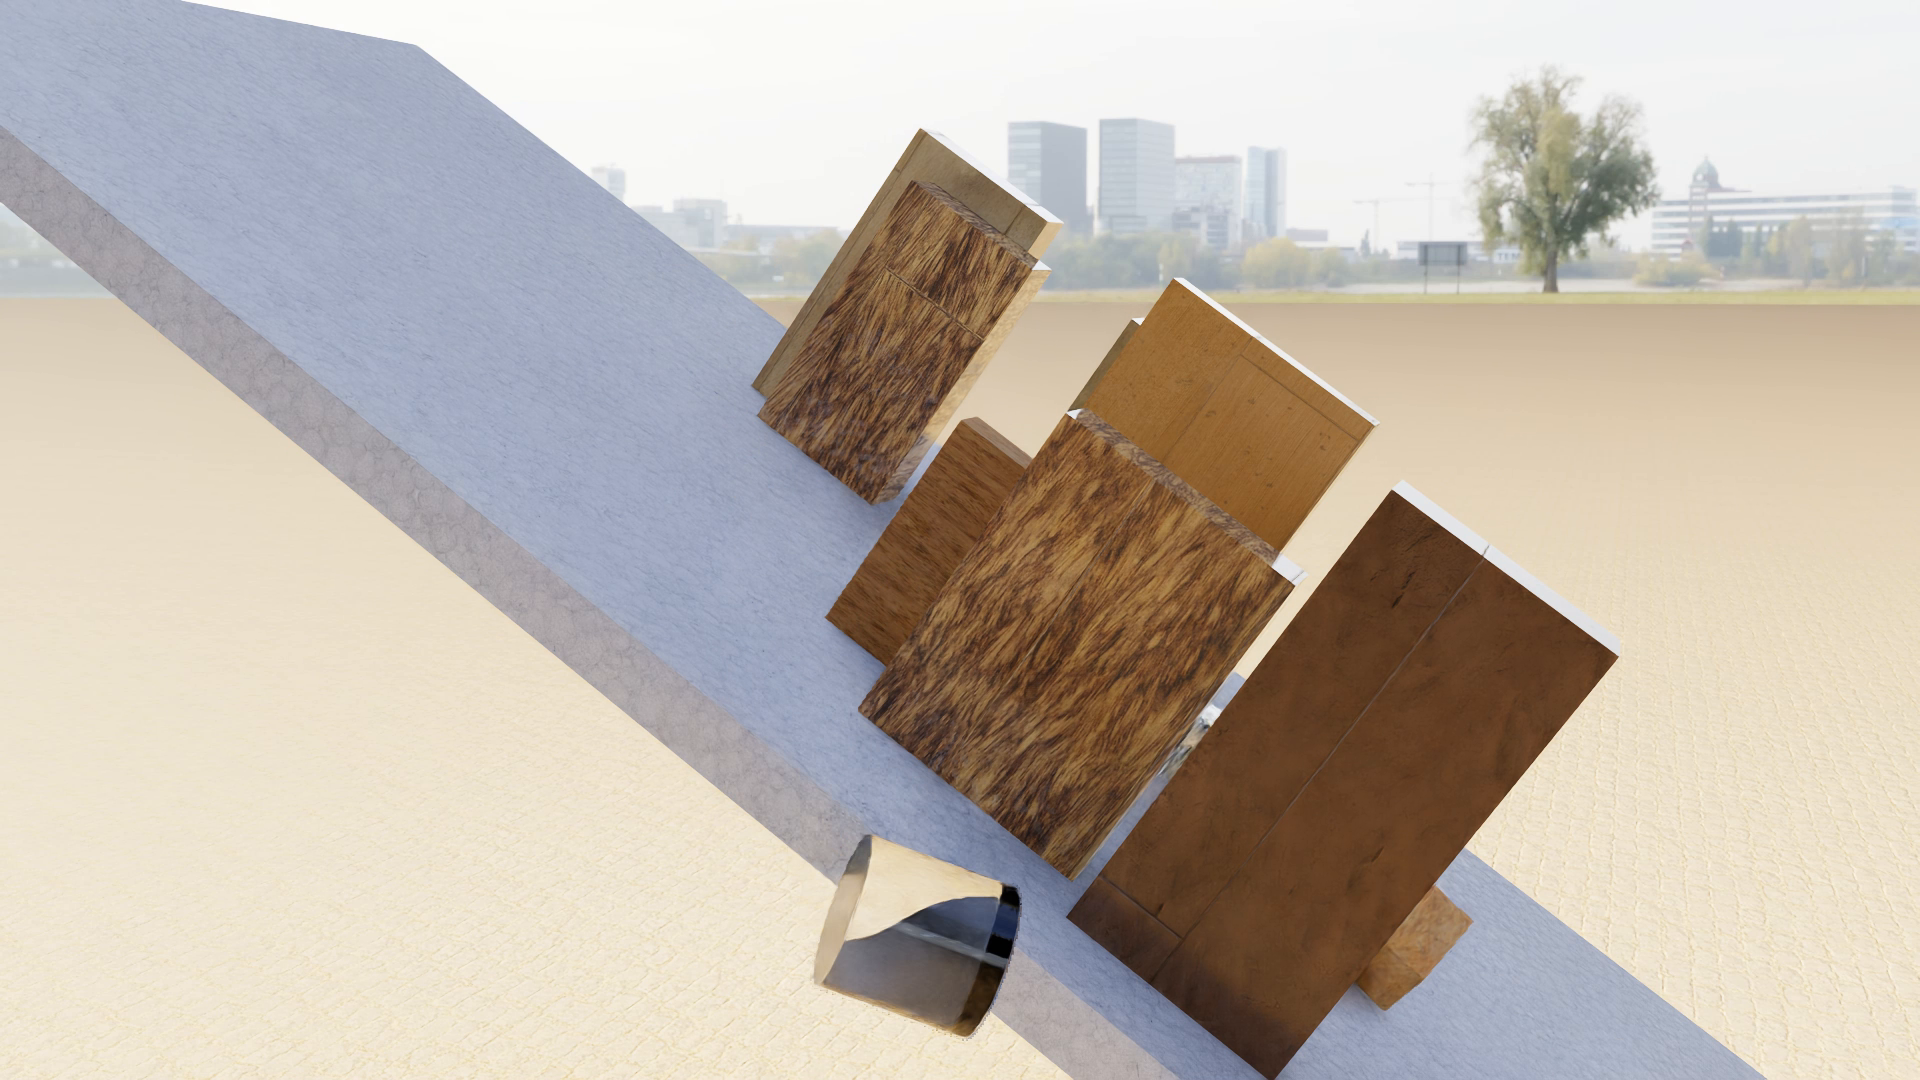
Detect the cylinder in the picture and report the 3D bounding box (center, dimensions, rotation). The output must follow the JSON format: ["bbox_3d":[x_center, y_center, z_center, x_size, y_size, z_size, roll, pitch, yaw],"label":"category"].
[{"bbox_3d":[-0.058,0.515,2.864,0.206,0.206,0.206,21,4,-9],"label":"cylinder"}]

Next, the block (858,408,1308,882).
[{"bbox_3d":[0.182,0.158,3.356,0.423,0.573,0.129,38,16,10],"label":"block"}]

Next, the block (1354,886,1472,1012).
[{"bbox_3d":[0.722,0.655,3.653,0.151,0.151,0.151,-39,-14,-33],"label":"block"}]

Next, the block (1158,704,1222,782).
[{"bbox_3d":[0.440,0.383,4.037,0.130,0.130,0.130,34,15,-22],"label":"block"}]

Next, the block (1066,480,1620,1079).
[{"bbox_3d":[0.539,0.345,3.141,0.374,0.786,0.144,38,16,10],"label":"block"}]

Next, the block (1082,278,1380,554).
[{"bbox_3d":[0.333,-0.025,3.865,0.426,0.758,0.081,38,16,10],"label":"block"}]

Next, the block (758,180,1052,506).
[{"bbox_3d":[-0.113,-0.391,4.381,0.300,0.568,0.147,38,16,10],"label":"block"}]

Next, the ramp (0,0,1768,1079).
[{"bbox_3d":[-0.084,0.154,4.079,4.000,0.100,2.000,38,16,10],"label":"ramp"}]

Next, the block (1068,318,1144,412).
[{"bbox_3d":[0.377,-0.140,4.702,0.387,0.542,0.108,38,16,10],"label":"block"}]

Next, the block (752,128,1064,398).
[{"bbox_3d":[-0.111,-0.482,4.520,0.327,0.640,0.128,38,16,10],"label":"block"}]

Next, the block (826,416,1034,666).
[{"bbox_3d":[0.068,0.091,3.622,0.426,0.410,0.094,38,16,10],"label":"block"}]
